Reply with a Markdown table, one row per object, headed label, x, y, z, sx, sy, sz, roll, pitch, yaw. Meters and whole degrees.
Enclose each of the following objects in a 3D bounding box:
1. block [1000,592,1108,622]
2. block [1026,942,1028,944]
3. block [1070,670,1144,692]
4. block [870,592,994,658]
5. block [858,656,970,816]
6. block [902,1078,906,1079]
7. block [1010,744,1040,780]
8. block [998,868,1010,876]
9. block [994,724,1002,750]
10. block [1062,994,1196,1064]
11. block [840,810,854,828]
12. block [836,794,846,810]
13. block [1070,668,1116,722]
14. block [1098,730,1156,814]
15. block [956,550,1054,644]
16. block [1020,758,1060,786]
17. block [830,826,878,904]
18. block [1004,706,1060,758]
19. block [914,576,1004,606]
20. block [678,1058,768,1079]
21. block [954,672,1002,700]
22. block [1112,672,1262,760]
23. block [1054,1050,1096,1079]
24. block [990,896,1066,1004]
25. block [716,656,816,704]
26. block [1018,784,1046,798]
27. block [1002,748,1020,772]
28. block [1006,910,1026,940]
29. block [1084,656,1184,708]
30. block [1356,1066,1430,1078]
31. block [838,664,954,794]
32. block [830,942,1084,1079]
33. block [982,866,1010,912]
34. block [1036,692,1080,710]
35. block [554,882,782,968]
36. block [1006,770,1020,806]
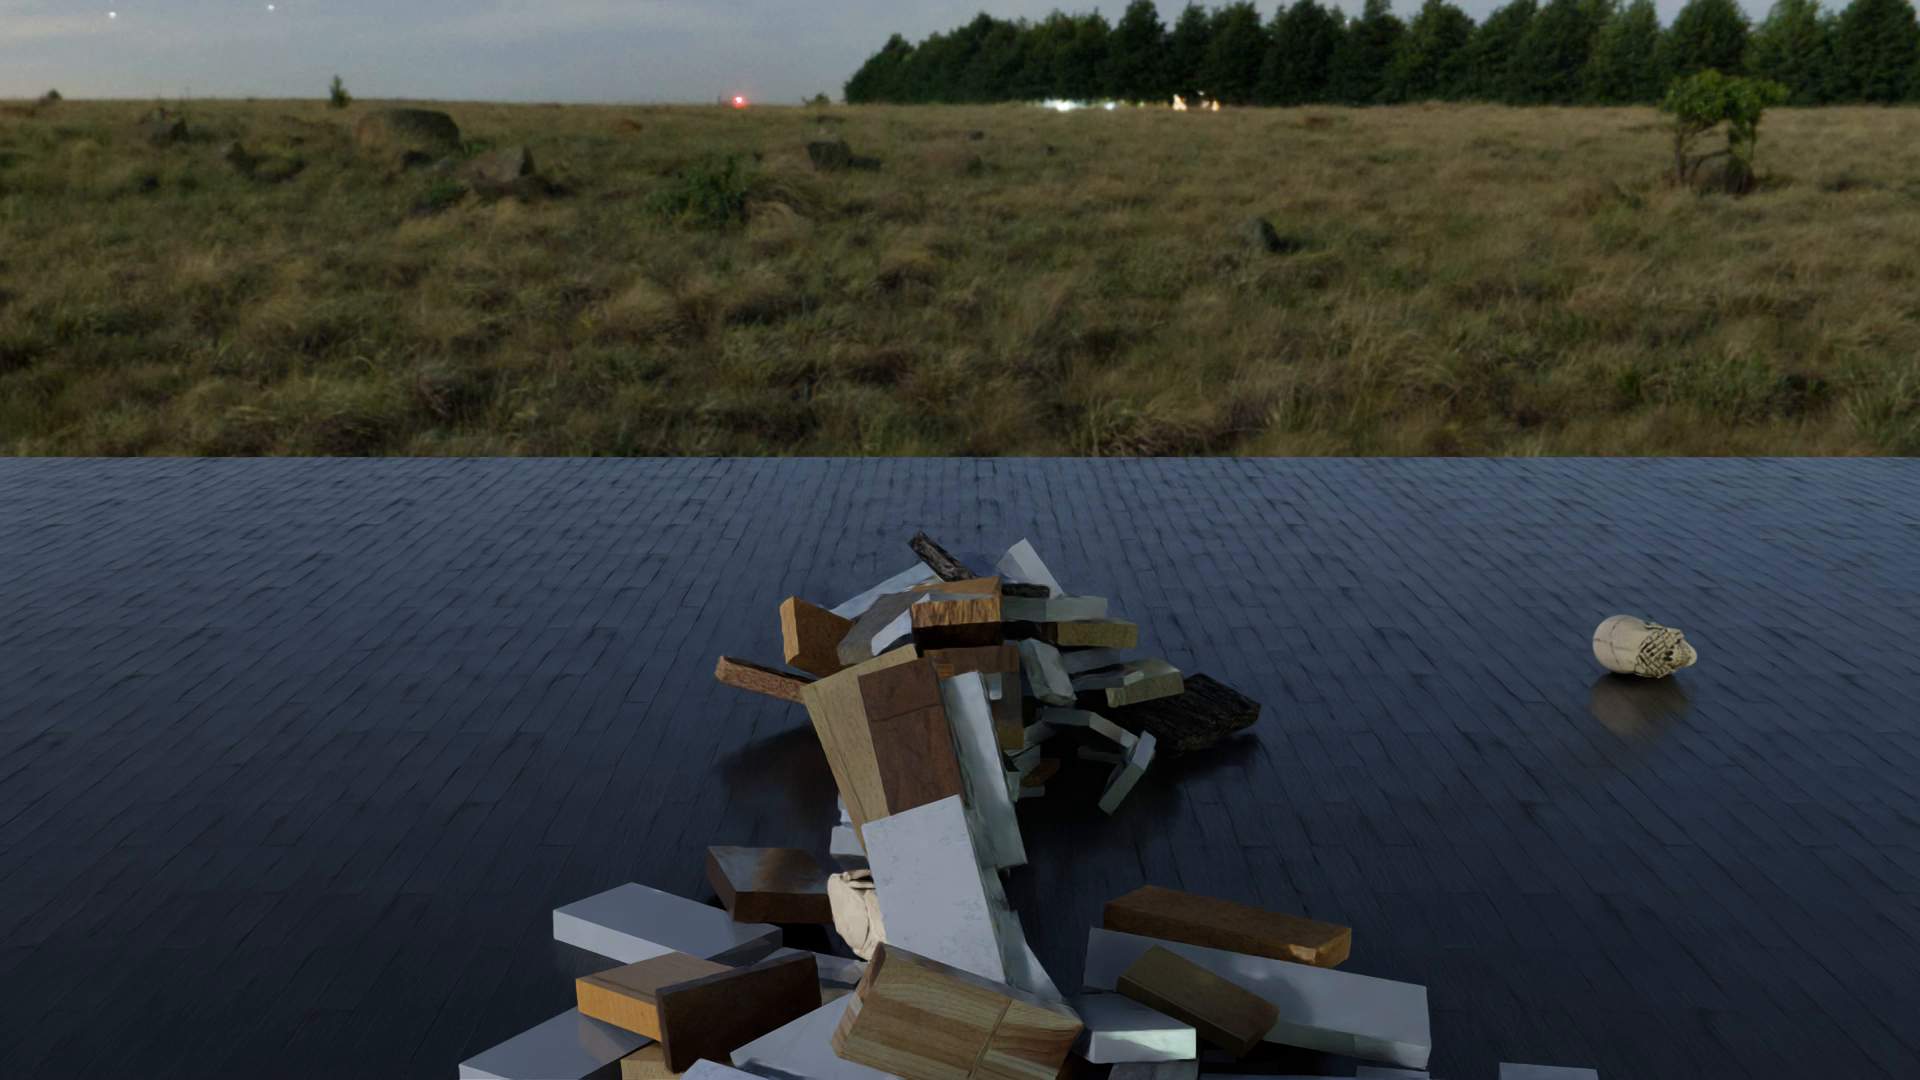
| label | x | y | z | sx | sy | sz | roll | pitch | yaw |
| --- | --- | --- | --- | --- | --- | --- | --- | --- | --- |
| block | 0.175 | 0.143 | 4.764 | 0.171 | 0.048 | 0.342 | 5 | 2 | 25 |
| block | 0.032 | 0.612 | 3.127 | 0.102 | 0.029 | 0.204 | -14 | -14 | -14 |
| block | 0.298 | 0.289 | 4.514 | 0.143 | 0.020 | 0.072 | -9 | 4 | 40 |
| block | -0.051 | 0.159 | 4.038 | 0.130 | 0.037 | 0.261 | 2 | -21 | -26 |
| block | -0.063 | 0.269 | 2.954 | 0.104 | 0.207 | 0.029 | -17 | -20 | 6 |
| block | -0.017 | 0.654 | 2.790 | 0.097 | 0.194 | 0.028 | 32 | -24 | 4 |
| block | 0.035 | 0.436 | 4.171 | 0.151 | 0.043 | 0.301 | 4 | 11 | 19 |
| block | -0.029 | 0.477 | 3.614 | 0.180 | 0.051 | 0.360 | 2 | -23 | 10 |
| block | -0.033 | 0.308 | 3.504 | 0.172 | 0.049 | 0.344 | 2 | -17 | 6 |
| block | 0.187 | 0.619 | 2.799 | 0.133 | 0.038 | 0.265 | 2 | -3 | -17 |
| block | -0.068 | 0.480 | 3.496 | 0.180 | 0.051 | 0.360 | 2 | -23 | 9 |
| block | -0.068 | 0.360 | 3.318 | 0.180 | 0.051 | 0.360 | 2 | 2 | 6 |
| block | 0.340 | 0.351 | 4.830 | 0.159 | 0.045 | 0.402 | -1 | 11 | -3 |
| block | 0.319 | 0.440 | 4.180 | 0.031 | 0.109 | 0.219 | 37 | 15 | 3 |
| block | 0.107 | 0.145 | 5.227 | 0.045 | 0.160 | 0.320 | -34 | 29 | -12 |
| block | 0.143 | 0.449 | 4.274 | 0.067 | 0.019 | 0.133 | 4 | 11 | 19 |
| block | -0.096 | 0.520 | 3.477 | 0.151 | 0.043 | 0.301 | 1 | -24 | 12 |
| block | 0.070 | 0.373 | 4.276 | 0.151 | 0.043 | 0.302 | 5 | 10 | 27 |
| block | -0.031 | 0.171 | 4.359 | 0.178 | 0.050 | 0.355 | -8 | 19 | 13 |
| block | -0.239 | 0.702 | 2.532 | 0.330 | 0.047 | 0.165 | 3 | 34 | 44 |
| block | -0.006 | 0.257 | 3.839 | 0.157 | 0.044 | 0.314 | -3 | -3 | 1 |
| block | 0.475 | 0.366 | 4.596 | 0.159 | 0.045 | 0.319 | 28 | 27 | 32 |
| block | 0.115 | 0.660 | 2.807 | 0.102 | 0.029 | 0.203 | -2 | 0 | 25 |
| block | 0.055 | 0.545 | 2.801 | 0.085 | 0.024 | 0.169 | -34 | 59 | -4 |
| block | -0.367 | 0.315 | 4.732 | 0.305 | 0.043 | 0.153 | 16 | 0 | -11 |
| block | 0.114 | 0.470 | 4.261 | 0.067 | 0.019 | 0.133 | -3 | 11 | -14 |
| block | -0.002 | 0.397 | 3.845 | 0.172 | 0.049 | 0.344 | 3 | -15 | 10 |
| block | -0.014 | 0.582 | 3.102 | 0.151 | 0.043 | 0.301 | -14 | -14 | -14 |
| block | 0.367 | 0.300 | 4.660 | 0.159 | 0.045 | 0.319 | -12 | 3 | -4 |
| block | 0.555 | 0.732 | 2.831 | 0.095 | 0.027 | 0.189 | 2 | 11 | 12 |
| block | -0.090 | 0.273 | 3.220 | 0.151 | 0.043 | 0.301 | 0 | 26 | 3 |
| block | -0.002 | 0.586 | 2.619 | 0.272 | 0.136 | 0.039 | 23 | 7 | -22 |
| block | -0.012 | 0.506 | 3.011 | 0.151 | 0.043 | 0.302 | -21 | -13 | -3 |
| block | 0.196 | 0.338 | 4.770 | 0.122 | 0.035 | 0.245 | 29 | 8 | -6 |
| block | -0.456 | 0.612 | 3.421 | 0.336 | 0.048 | 0.168 | 8 | 13 | 38 |
| block | 0.004 | 0.446 | 3.832 | 0.172 | 0.049 | 0.344 | 6 | -15 | -2 |
